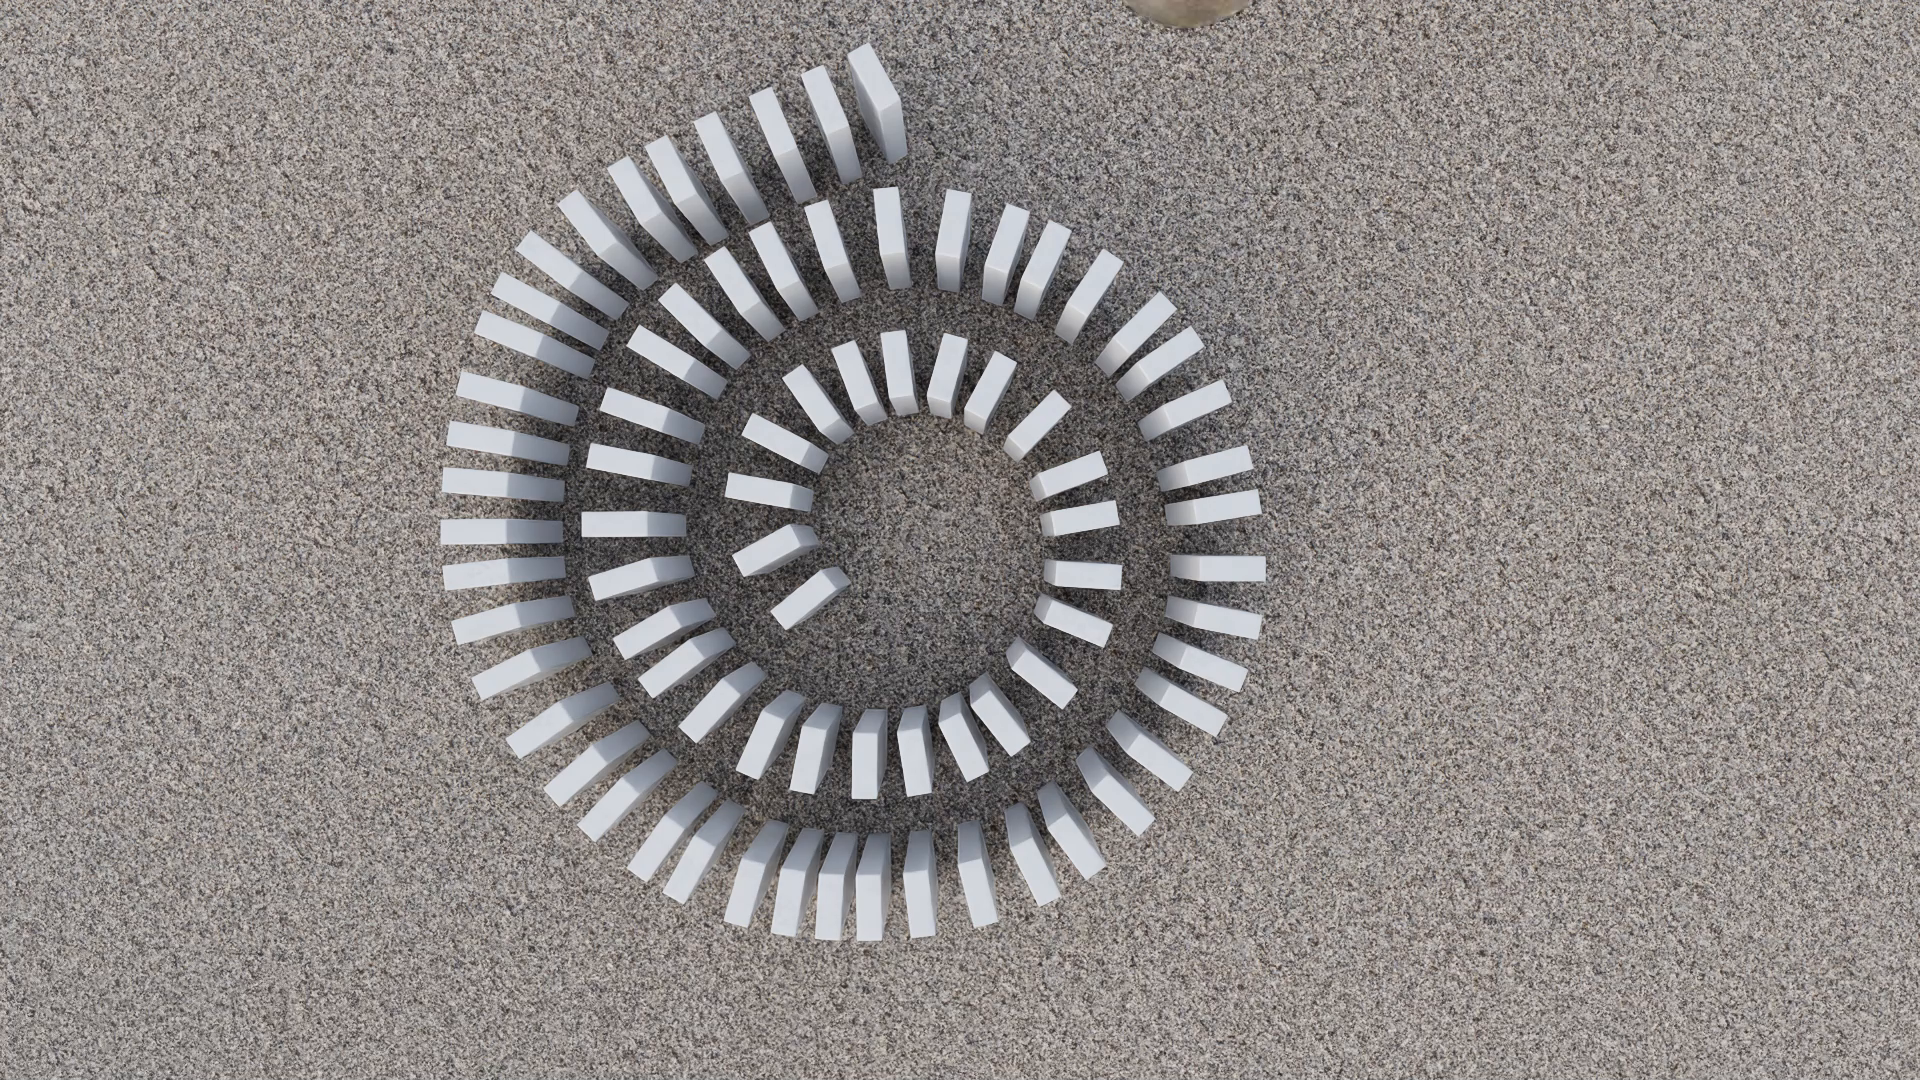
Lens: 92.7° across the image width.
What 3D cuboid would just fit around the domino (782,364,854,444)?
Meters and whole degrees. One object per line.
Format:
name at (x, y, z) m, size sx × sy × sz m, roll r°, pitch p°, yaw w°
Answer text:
domino at (-0.057, -0.054, 0.375) m, size 0.009 × 0.050 × 0.025 m, roll -35°, pitch 90°, yaw 0°

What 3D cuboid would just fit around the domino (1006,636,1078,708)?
domino at (0.032, 0.053, 0.375) m, size 0.025 × 0.050 × 0.010 m, roll 39°, pitch 90°, yaw 0°

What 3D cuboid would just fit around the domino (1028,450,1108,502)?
domino at (0.043, -0.025, 0.375) m, size 0.025 × 0.050 × 0.010 m, roll -21°, pitch 90°, yaw 0°

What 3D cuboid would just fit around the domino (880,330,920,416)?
domino at (-0.024, -0.067, 0.375) m, size 0.009 × 0.050 × 0.025 m, roll -7°, pitch 90°, yaw 0°

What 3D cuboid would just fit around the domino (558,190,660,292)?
domino at (-0.142, -0.121, 0.375) m, size 0.009 × 0.050 × 0.025 m, roll -39°, pitch 90°, yaw 0°

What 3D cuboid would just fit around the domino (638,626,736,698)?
domino at (-0.110, 0.049, 0.375) m, size 0.025 × 0.050 × 0.009 m, roll -37°, pitch 90°, yaw 0°

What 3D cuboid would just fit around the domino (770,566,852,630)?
domino at (-0.060, 0.023, 0.375) m, size 0.025 × 0.050 × 0.010 m, roll -39°, pitch 90°, yaw 0°

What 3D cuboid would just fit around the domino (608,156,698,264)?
domino at (-0.124, -0.134, 0.375) m, size 0.010 × 0.050 × 0.025 m, roll -31°, pitch 90°, yaw 0°

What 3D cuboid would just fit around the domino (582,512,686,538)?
domino at (-0.132, -0.006, 0.375) m, size 0.025 × 0.050 × 0.009 m, roll -1°, pitch 90°, yaw 0°

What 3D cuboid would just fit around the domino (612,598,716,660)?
domino at (-0.120, 0.035, 0.375) m, size 0.025 × 0.050 × 0.009 m, roll -30°, pitch 90°, yaw 0°

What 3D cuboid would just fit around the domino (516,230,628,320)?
domino at (-0.157, -0.107, 0.375) m, size 0.025 × 0.050 × 0.010 m, roll 38°, pitch 90°, yaw 0°

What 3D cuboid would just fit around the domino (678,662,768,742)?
domino at (-0.096, 0.065, 0.375) m, size 0.009 × 0.050 × 0.025 m, roll 42°, pitch 90°, yaw 0°

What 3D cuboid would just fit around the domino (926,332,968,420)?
domino at (-0.005, -0.066, 0.375) m, size 0.009 × 0.050 × 0.025 m, roll 16°, pitch 90°, yaw 0°

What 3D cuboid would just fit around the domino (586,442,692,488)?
domino at (-0.130, -0.030, 0.375) m, size 0.025 × 0.050 × 0.009 m, roll 11°, pitch 90°, yaw 0°

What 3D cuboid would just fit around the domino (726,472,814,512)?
domino at (-0.077, -0.019, 0.375) m, size 0.025 × 0.050 × 0.010 m, roll 10°, pitch 90°, yaw 0°

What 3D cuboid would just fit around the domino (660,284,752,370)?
domino at (-0.103, -0.086, 0.375) m, size 0.025 × 0.050 × 0.010 m, roll 45°, pitch 90°, yaw 0°

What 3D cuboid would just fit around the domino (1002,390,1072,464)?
domino at (0.031, -0.045, 0.375) m, size 0.010 × 0.050 × 0.025 m, roll 45°, pitch 90°, yaw 0°

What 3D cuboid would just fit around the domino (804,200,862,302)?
domino at (-0.051, -0.117, 0.375) m, size 0.010 × 0.050 × 0.025 m, roll -18°, pitch 90°, yaw 0°

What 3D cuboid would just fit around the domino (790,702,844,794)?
domino at (-0.058, 0.084, 0.375) m, size 0.009 × 0.050 × 0.025 m, roll 11°, pitch 90°, yaw 0°

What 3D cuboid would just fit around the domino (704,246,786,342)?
domino at (-0.087, -0.099, 0.375) m, size 0.010 × 0.050 × 0.025 m, roll -34°, pitch 90°, yaw 0°

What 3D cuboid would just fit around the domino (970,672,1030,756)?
domino at (0.016, 0.070, 0.375) m, size 0.009 × 0.050 × 0.025 m, roll -39°, pitch 90°, yaw 0°

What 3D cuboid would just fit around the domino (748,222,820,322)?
domino at (-0.071, -0.109, 0.375) m, size 0.009 × 0.050 × 0.025 m, roll -27°, pitch 90°, yaw 0°

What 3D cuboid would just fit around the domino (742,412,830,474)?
domino at (-0.070, -0.039, 0.375) m, size 0.025 × 0.050 × 0.010 m, roll 27°, pitch 90°, yaw 0°

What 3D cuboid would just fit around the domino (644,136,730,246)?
domino at (-0.111, -0.142, 0.375) m, size 0.010 × 0.050 × 0.025 m, roll -28°, pitch 90°, yaw 0°

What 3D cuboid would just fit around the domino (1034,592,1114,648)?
domino at (0.045, 0.032, 0.375) m, size 0.025 × 0.050 × 0.010 m, roll 22°, pitch 90°, yaw 0°

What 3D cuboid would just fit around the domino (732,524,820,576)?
domino at (-0.074, 0.004, 0.375) m, size 0.025 × 0.050 × 0.010 m, roll -29°, pitch 90°, yaw 0°

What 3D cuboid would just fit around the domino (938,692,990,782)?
domino at (0.001, 0.079, 0.375) m, size 0.010 × 0.050 × 0.025 m, roll -26°, pitch 90°, yaw 0°

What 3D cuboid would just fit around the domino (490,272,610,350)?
domino at (-0.166, -0.093, 0.375) m, size 0.025 × 0.050 × 0.009 m, roll 28°, pitch 90°, yaw 0°

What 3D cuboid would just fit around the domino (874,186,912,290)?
domino at (-0.027, -0.122, 0.375) m, size 0.009 × 0.050 × 0.025 m, roll -6°, pitch 90°, yaw 0°

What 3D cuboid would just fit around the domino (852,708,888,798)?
domino at (-0.036, 0.086, 0.375) m, size 0.009 × 0.050 × 0.025 m, roll 1°, pitch 90°, yaw 0°

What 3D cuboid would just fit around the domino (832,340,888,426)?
domino at (-0.040, -0.063, 0.375) m, size 0.009 × 0.050 × 0.025 m, roll -21°, pitch 90°, yaw 0°

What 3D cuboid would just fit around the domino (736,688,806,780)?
domino at (-0.076, 0.078, 0.375) m, size 0.010 × 0.050 × 0.025 m, roll 24°, pitch 90°, yaw 0°

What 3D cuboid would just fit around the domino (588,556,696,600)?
domino at (-0.129, 0.015, 0.375) m, size 0.025 × 0.050 × 0.010 m, roll -17°, pitch 90°, yaw 0°

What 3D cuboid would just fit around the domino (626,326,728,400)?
domino at (-0.114, -0.072, 0.375) m, size 0.025 × 0.050 × 0.010 m, roll 31°, pitch 90°, yaw 0°

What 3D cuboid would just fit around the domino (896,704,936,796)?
domino at (-0.017, 0.085, 0.375) m, size 0.010 × 0.050 × 0.025 m, roll -9°, pitch 90°, yaw 0°

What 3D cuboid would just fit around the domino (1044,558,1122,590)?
domino at (0.049, 0.014, 0.375) m, size 0.025 × 0.050 × 0.009 m, roll 4°, pitch 90°, yaw 0°

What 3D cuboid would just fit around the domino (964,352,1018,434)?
domino at (0.012, -0.059, 0.375) m, size 0.009 × 0.050 × 0.025 m, roll 28°, pitch 90°, yaw 0°

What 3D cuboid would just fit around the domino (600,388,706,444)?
domino at (-0.124, -0.050, 0.375) m, size 0.025 × 0.050 × 0.010 m, roll 19°, pitch 90°, yaw 0°

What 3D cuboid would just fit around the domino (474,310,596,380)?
domino at (-0.172, -0.079, 0.375) m, size 0.025 × 0.050 × 0.009 m, roll 22°, pitch 90°, yaw 0°

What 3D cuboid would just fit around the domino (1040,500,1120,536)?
domino at (0.048, -0.008, 0.375) m, size 0.025 × 0.050 × 0.010 m, roll -10°, pitch 90°, yaw 0°
